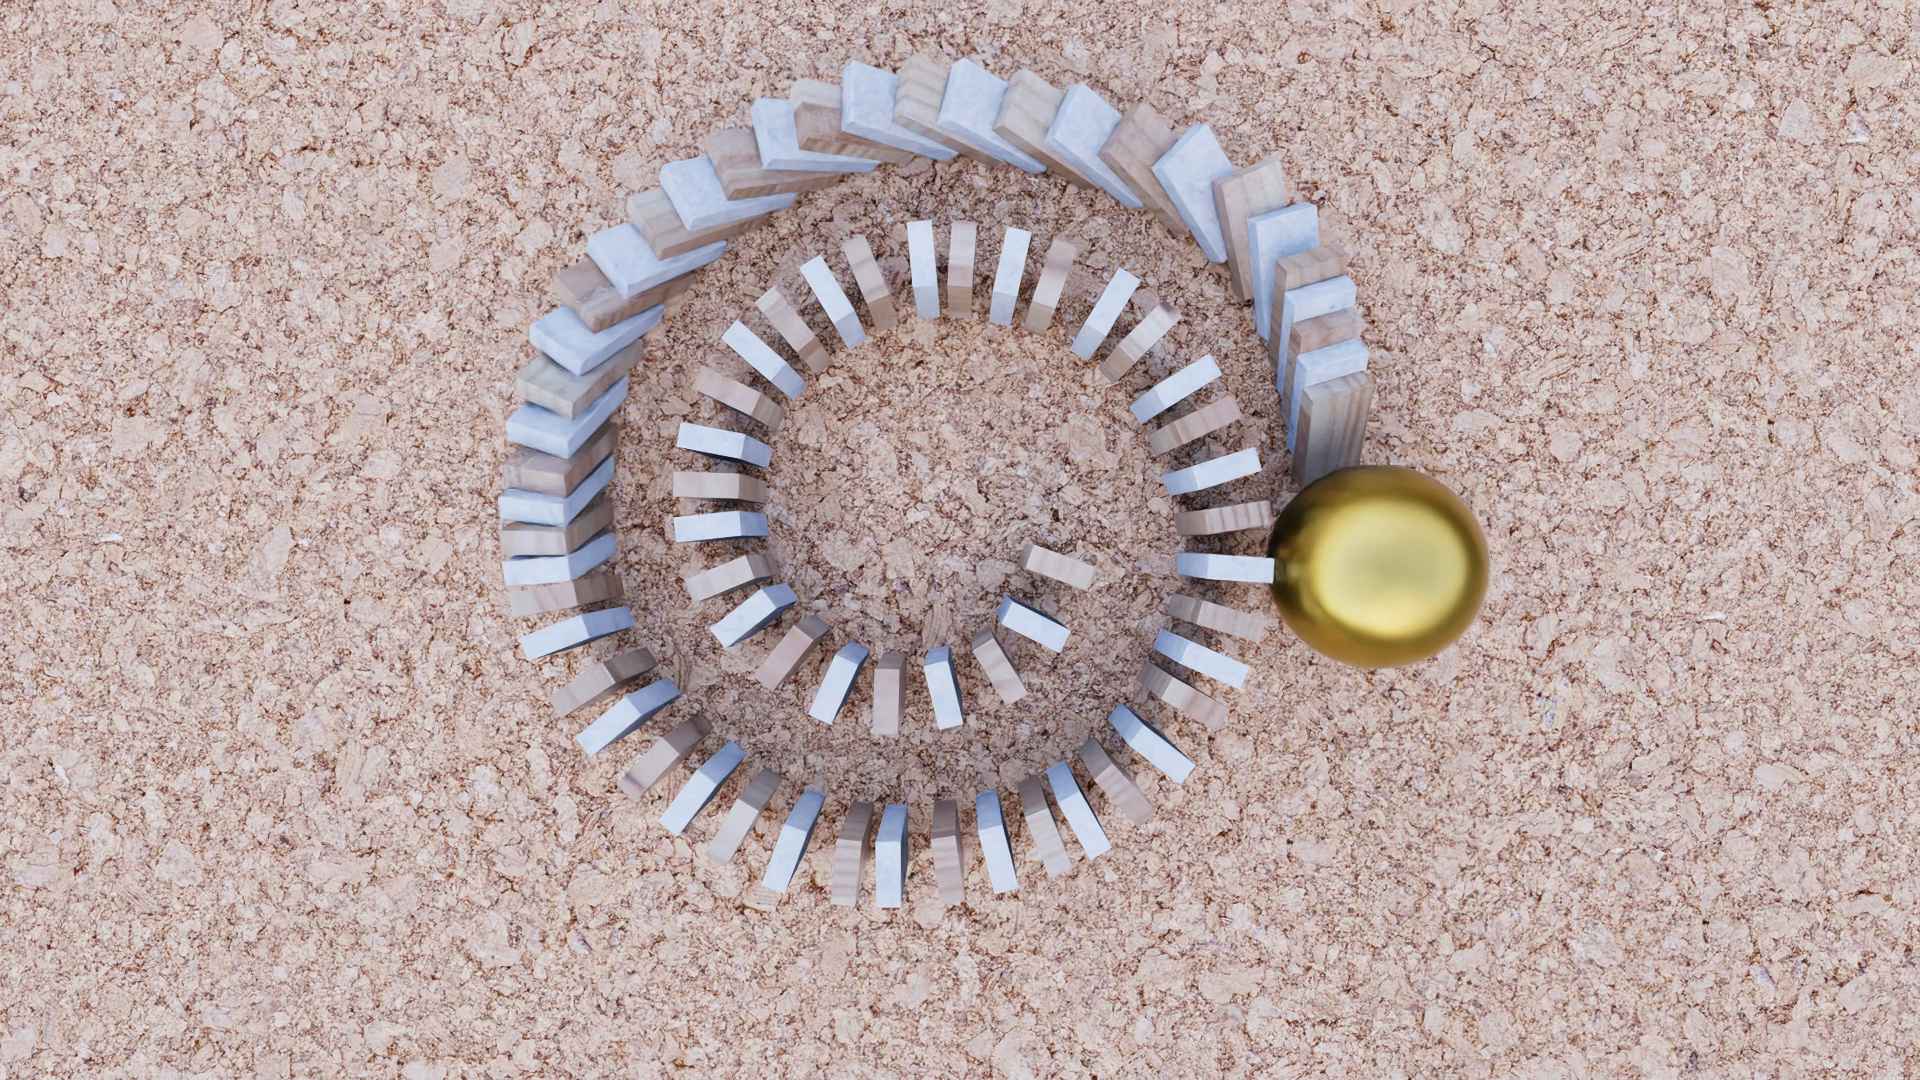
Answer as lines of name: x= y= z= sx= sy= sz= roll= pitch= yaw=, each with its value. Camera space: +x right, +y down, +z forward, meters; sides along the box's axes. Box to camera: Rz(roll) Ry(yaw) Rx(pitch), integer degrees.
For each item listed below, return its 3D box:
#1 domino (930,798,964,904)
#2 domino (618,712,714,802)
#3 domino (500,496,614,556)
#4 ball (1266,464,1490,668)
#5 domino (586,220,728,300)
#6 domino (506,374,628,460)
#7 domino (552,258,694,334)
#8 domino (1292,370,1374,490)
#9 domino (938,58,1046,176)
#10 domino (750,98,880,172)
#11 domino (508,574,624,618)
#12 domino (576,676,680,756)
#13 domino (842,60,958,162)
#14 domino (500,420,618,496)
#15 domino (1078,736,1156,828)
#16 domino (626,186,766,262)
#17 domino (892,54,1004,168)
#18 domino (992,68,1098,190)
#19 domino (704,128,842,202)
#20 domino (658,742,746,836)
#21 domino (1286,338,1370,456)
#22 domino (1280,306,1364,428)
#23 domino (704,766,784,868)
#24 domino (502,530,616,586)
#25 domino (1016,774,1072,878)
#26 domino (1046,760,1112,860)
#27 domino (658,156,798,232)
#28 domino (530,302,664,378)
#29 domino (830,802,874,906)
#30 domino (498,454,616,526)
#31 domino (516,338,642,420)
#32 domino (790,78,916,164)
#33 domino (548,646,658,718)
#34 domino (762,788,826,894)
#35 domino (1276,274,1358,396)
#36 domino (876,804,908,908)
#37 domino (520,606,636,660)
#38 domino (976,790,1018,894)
domino: x=-0.005 y=0.126 z=0.375 sx=0.009 sy=0.050 sz=0.025 roll=-8 pitch=90 yaw=0
domino: x=-0.119 y=0.088 z=0.375 sx=0.010 sy=0.050 sz=0.025 roll=43 pitch=90 yaw=0
domino: x=-0.163 y=-0.007 z=0.375 sx=0.025 sy=0.050 sz=0.009 roll=1 pitch=108 yaw=0
ball: x=0.162 y=0.010 z=0.360 sx=0.080 sy=0.080 sz=0.080 roll=0 pitch=90 yaw=0
domino: x=-0.126 y=-0.122 z=0.382 sx=0.050 sy=0.009 sz=0.025 roll=-39 pitch=90 yaw=-34
domino: x=-0.161 y=-0.055 z=0.378 sx=0.025 sy=0.050 sz=0.010 roll=18 pitch=132 yaw=0
domino: x=-0.139 y=-0.108 z=0.381 sx=0.025 sy=0.010 sz=0.050 roll=48 pitch=53 yaw=0
domino: x=0.153 y=-0.044 z=0.378 sx=0.025 sy=0.050 sz=0.010 roll=-16 pitch=48 yaw=0
domino: x=0.017 y=-0.176 z=0.383 sx=0.050 sy=0.010 sz=0.025 roll=15 pitch=90 yaw=-31
domino: x=-0.060 y=-0.168 z=0.383 sx=0.050 sy=0.010 sz=0.025 roll=-13 pitch=90 yaw=-33
domino: x=-0.159 y=0.022 z=0.375 sx=0.025 sy=0.050 sz=0.010 roll=-11 pitch=91 yaw=0
domino: x=-0.134 y=0.071 z=0.375 sx=0.025 sy=0.050 sz=0.010 roll=-39 pitch=90 yaw=0
domino: x=-0.024 y=-0.178 z=0.382 sx=0.050 sy=0.009 sz=0.025 roll=3 pitch=87 yaw=-32
domino: x=-0.163 y=-0.036 z=0.376 sx=0.025 sy=0.050 sz=0.010 roll=10 pitch=122 yaw=0
domino: x=0.063 y=0.098 z=0.375 sx=0.009 sy=0.050 sz=0.025 roll=-43 pitch=90 yaw=0
domino: x=-0.110 y=-0.137 z=0.383 sx=0.050 sy=0.010 sz=0.025 roll=-32 pitch=90 yaw=-31
domino: x=-0.002 y=-0.178 z=0.383 sx=0.050 sy=0.009 sz=0.025 roll=11 pitch=90 yaw=-31
domino: x=0.040 y=-0.171 z=0.384 sx=0.050 sy=0.009 sz=0.025 roll=21 pitch=90 yaw=-28
domino: x=-0.078 y=-0.159 z=0.383 sx=0.050 sy=0.010 sz=0.025 roll=-22 pitch=90 yaw=-32
domino: x=-0.104 y=0.100 z=0.375 sx=0.010 sy=0.050 sz=0.025 roll=38 pitch=90 yaw=0
domino: x=0.151 y=-0.057 z=0.378 sx=0.025 sy=0.050 sz=0.010 roll=-16 pitch=48 yaw=0
domino: x=0.148 y=-0.070 z=0.378 sx=0.025 sy=0.050 sz=0.009 roll=-16 pitch=48 yaw=0
domino: x=-0.087 y=0.112 z=0.375 sx=0.010 sy=0.050 sz=0.025 roll=31 pitch=90 yaw=0
domino: x=-0.162 y=0.007 z=0.375 sx=0.025 sy=0.050 sz=0.010 roll=-4 pitch=102 yaw=0
domino: x=0.034 y=0.116 z=0.375 sx=0.010 sy=0.050 sz=0.025 roll=-22 pitch=90 yaw=0
domino: x=0.048 y=0.109 z=0.375 sx=0.010 sy=0.050 sz=0.025 roll=-30 pitch=90 yaw=0
domino: x=-0.096 y=-0.148 z=0.382 sx=0.050 sy=0.010 sz=0.025 roll=-28 pitch=88 yaw=-32
domino: x=-0.150 y=-0.090 z=0.380 sx=0.025 sy=0.009 sz=0.050 roll=37 pitch=50 yaw=0
domino: x=-0.044 y=0.127 z=0.375 sx=0.009 sy=0.050 sz=0.025 roll=6 pitch=90 yaw=0
domino: x=-0.164 y=-0.022 z=0.376 sx=0.025 sy=0.050 sz=0.009 roll=7 pitch=118 yaw=0
domino: x=-0.157 y=-0.072 z=0.379 sx=0.025 sy=0.009 sz=0.050 roll=25 pitch=46 yaw=0
domino: x=-0.044 y=-0.174 z=0.382 sx=0.050 sy=0.010 sz=0.025 roll=-7 pitch=87 yaw=-33
domino: x=-0.145 y=0.057 z=0.375 sx=0.025 sy=0.050 sz=0.009 roll=-33 pitch=90 yaw=0
domino: x=-0.067 y=0.122 z=0.375 sx=0.010 sy=0.050 sz=0.025 roll=20 pitch=90 yaw=0
domino: x=0.146 y=-0.082 z=0.378 sx=0.025 sy=0.050 sz=0.009 roll=-16 pitch=48 yaw=0
domino: x=-0.027 y=0.128 z=0.375 sx=0.009 sy=0.050 sz=0.025 roll=-1 pitch=90 yaw=0
domino: x=-0.155 y=0.037 z=0.375 sx=0.025 sy=0.050 sz=0.010 roll=-21 pitch=90 yaw=0
domino: x=0.015 y=0.122 z=0.375 sx=0.010 sy=0.050 sz=0.025 roll=-15 pitch=90 yaw=0
